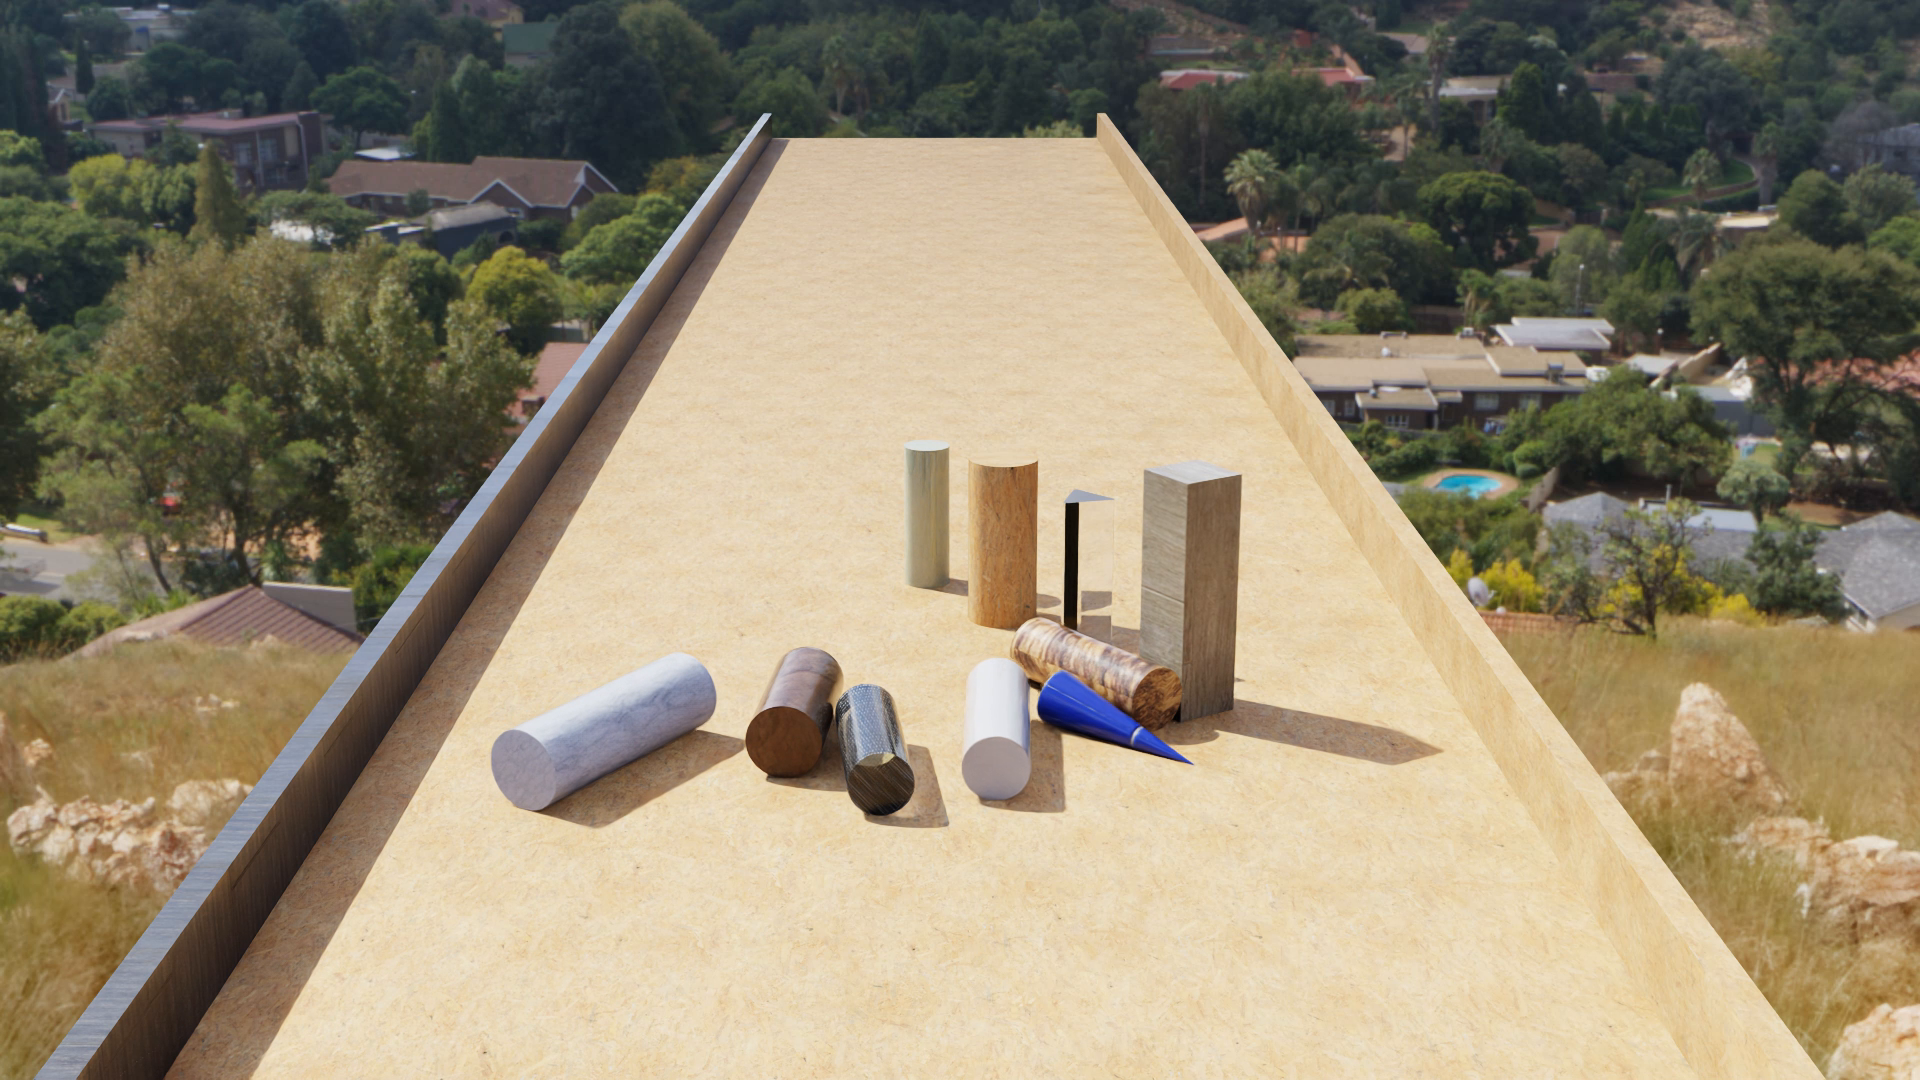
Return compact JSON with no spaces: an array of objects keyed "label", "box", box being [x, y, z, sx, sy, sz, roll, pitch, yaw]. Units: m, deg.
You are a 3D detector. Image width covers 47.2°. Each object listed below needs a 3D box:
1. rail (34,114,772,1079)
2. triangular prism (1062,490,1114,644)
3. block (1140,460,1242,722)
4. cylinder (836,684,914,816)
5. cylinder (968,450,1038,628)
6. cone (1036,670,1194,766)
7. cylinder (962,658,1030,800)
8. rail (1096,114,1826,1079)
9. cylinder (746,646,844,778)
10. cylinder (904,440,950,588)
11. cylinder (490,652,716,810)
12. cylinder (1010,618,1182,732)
[{"label":"rail","box":[-1.118,-0.838,7.780,0.050,0.150,12.000,0,17,-1]},{"label":"triangular prism","box":[0.244,0.068,4.425,0.105,0.327,0.091,-4,17,-14]},{"label":"block","box":[0.428,0.094,4.103,0.128,0.459,0.128,-11,20,-32]},{"label":"cylinder","box":[-0.150,0.360,3.819,0.113,0.113,0.331,-2,17,-6]},{"label":"cylinder","box":[0.090,-0.003,4.624,0.145,0.349,0.145,0,17,0]},{"label":"cone","box":[0.297,0.344,3.981,0.329,0.103,0.103,25,28,36]},{"label":"cylinder","box":[0.065,0.331,3.910,0.117,0.117,0.394,0,17,1]},{"label":"rail","box":[0.932,-0.844,7.801,0.050,0.150,12.000,0,17,-1]},{"label":"cylinder","box":[-0.295,0.306,3.960,0.134,0.134,0.311,1,17,4]},{"label":"cylinder","box":[-0.073,-0.058,4.870,0.101,0.314,0.101,0,17,0]},{"label":"cylinder","box":[-0.619,0.330,3.863,0.144,0.144,0.446,9,19,29]},{"label":"cylinder","box":[0.253,0.251,4.169,0.122,0.122,0.361,-12,20,-35]}]
